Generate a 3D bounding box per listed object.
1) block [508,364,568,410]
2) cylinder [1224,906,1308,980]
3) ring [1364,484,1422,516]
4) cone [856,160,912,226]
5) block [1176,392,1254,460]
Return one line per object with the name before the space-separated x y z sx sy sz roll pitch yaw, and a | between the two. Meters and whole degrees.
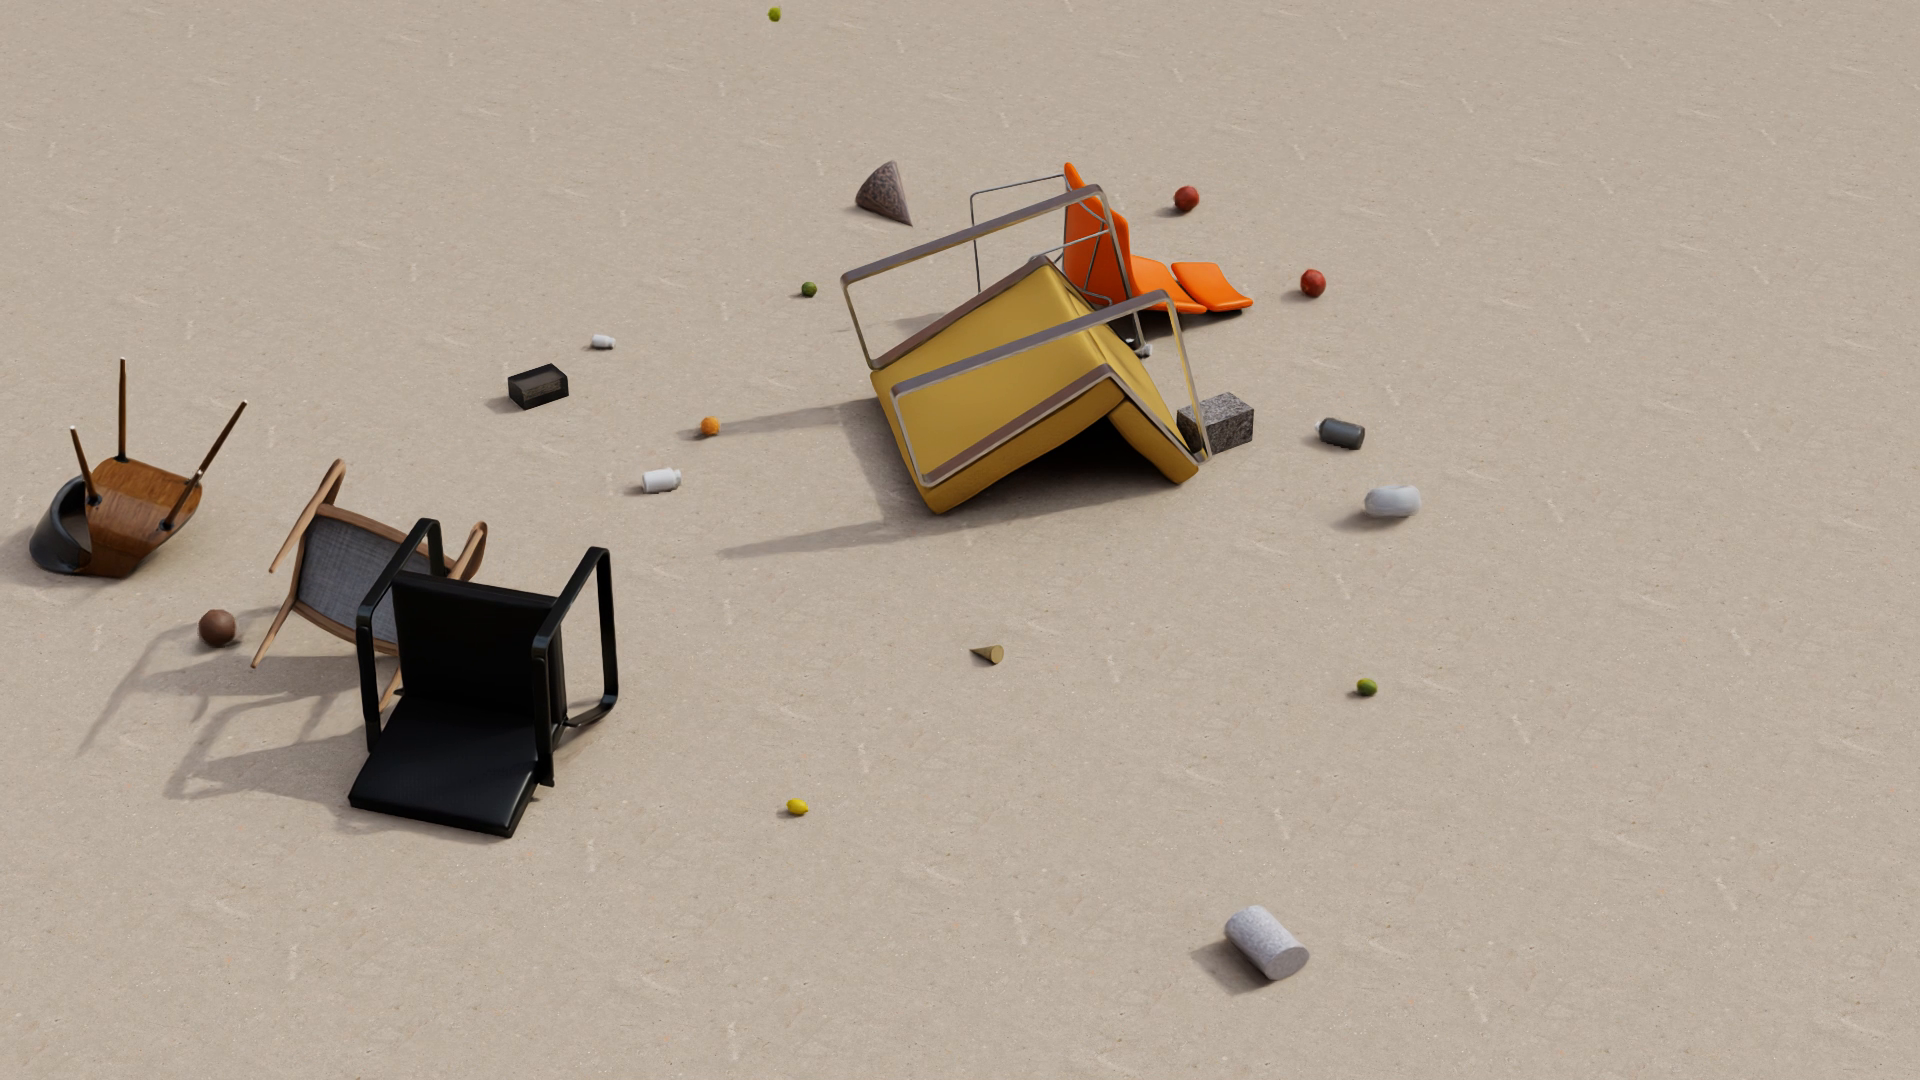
block | -1.697 -0.617 11.797 0.201 0.092 0.131 -21 39 -29
cylinder | 0.936 1.232 8.966 0.165 0.119 0.219 -10 34 -31
ring | 1.629 -0.149 11.044 0.226 0.101 0.170 -6 8 -19
cone | -0.295 -1.503 13.129 0.311 0.264 0.130 53 19 27
block | 0.999 -0.449 11.493 0.255 0.146 0.162 -20 38 -27
